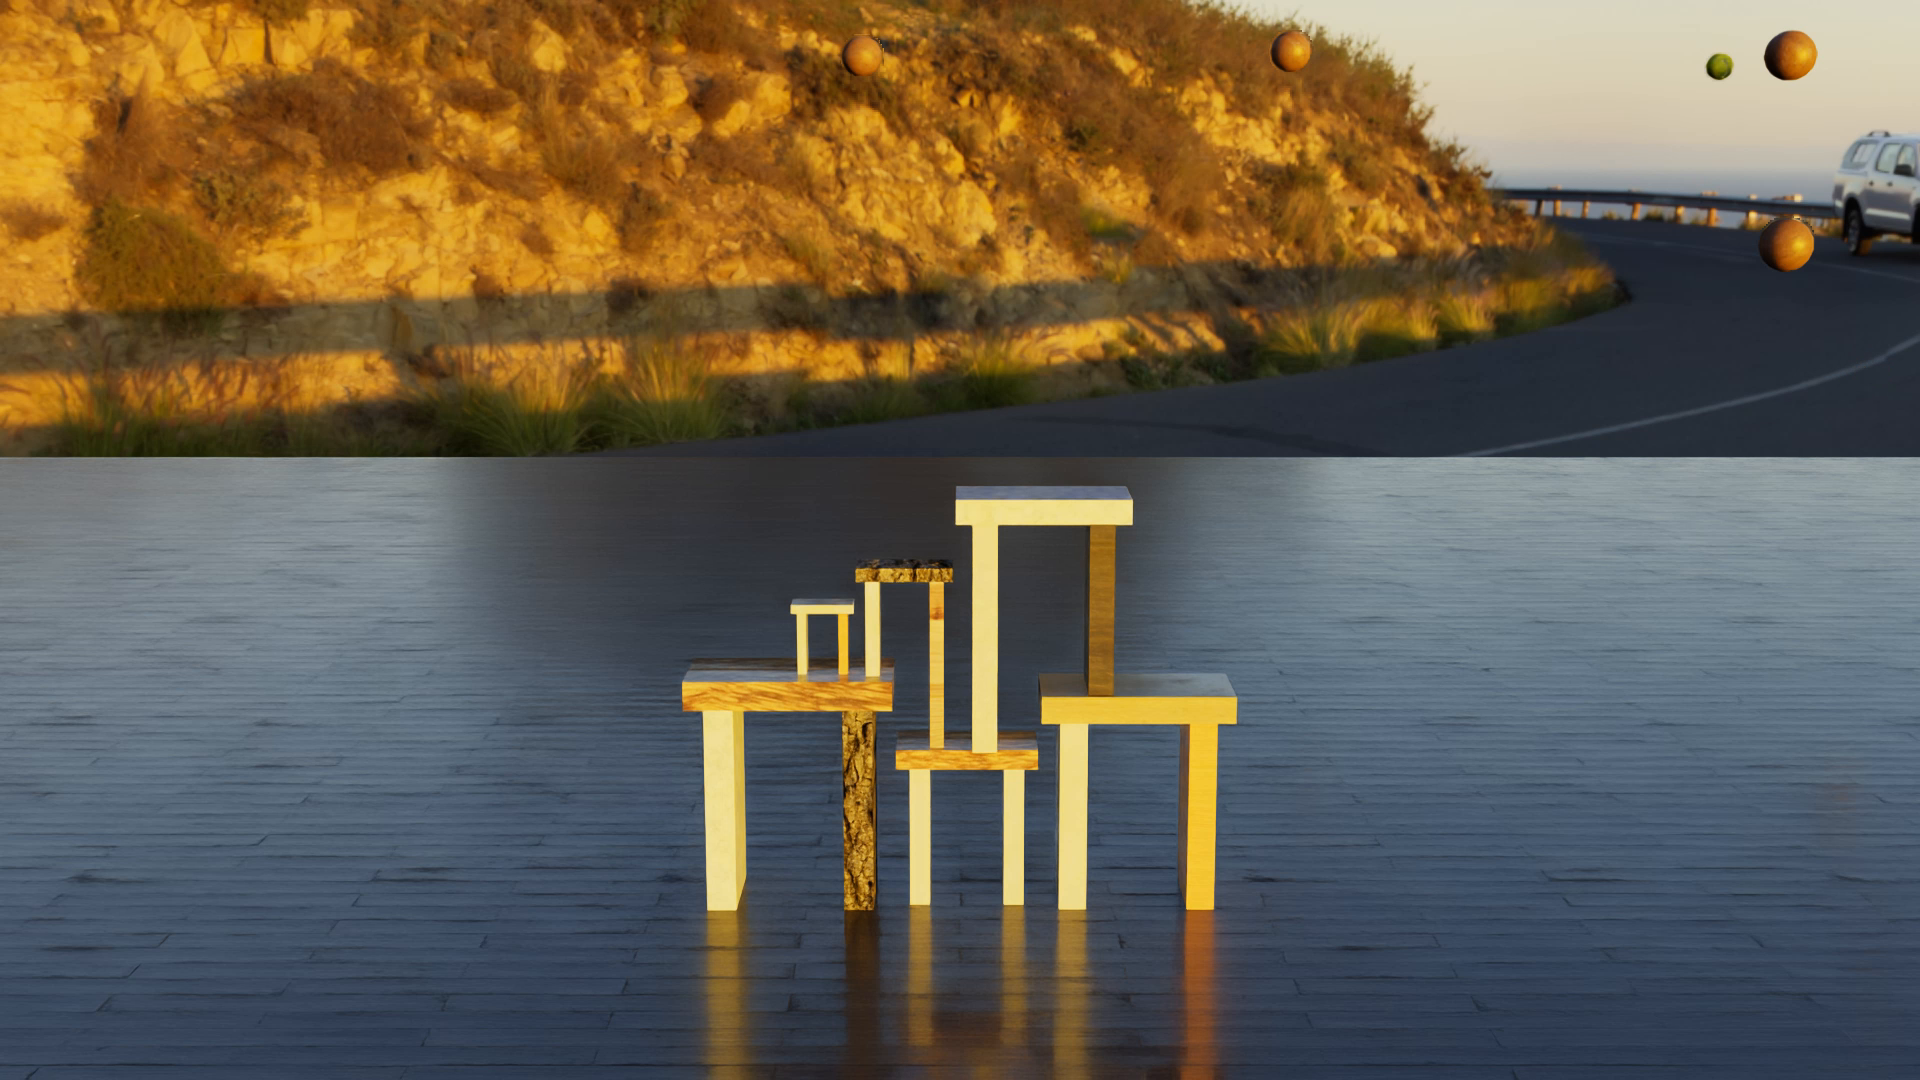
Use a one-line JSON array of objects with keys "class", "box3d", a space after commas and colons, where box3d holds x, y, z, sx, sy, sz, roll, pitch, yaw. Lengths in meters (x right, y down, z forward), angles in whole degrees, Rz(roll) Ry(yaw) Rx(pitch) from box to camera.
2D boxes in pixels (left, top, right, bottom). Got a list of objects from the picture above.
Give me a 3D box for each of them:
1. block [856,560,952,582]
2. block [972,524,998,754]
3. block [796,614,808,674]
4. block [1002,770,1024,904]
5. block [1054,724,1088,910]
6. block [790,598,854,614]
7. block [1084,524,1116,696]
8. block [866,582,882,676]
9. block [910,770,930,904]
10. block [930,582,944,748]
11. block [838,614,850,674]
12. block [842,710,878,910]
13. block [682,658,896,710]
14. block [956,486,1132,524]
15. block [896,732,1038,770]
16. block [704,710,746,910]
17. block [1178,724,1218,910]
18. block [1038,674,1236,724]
[{"class": "block", "box3d": [-0.089, 0.050, 3.566, 0.156, 0.022, 0.078, 0, 11, 0]}, {"class": "block", "box3d": [0.040, 0.147, 3.587, 0.040, 0.374, 0.140, 0, 11, 0]}, {"class": "block", "box3d": [-0.256, 0.164, 3.587, 0.014, 0.101, 0.050, 0, 11, 0]}, {"class": "block", "box3d": [0.088, 0.476, 3.653, 0.033, 0.230, 0.115, 0, 11, 0]}, {"class": "block", "box3d": [0.184, 0.436, 3.643, 0.044, 0.313, 0.157, 0, 11, 0]}, {"class": "block", "box3d": [-0.223, 0.108, 3.576, 0.101, 0.014, 0.050, 0, 11, 0]}, {"class": "block", "box3d": [0.227, 0.101, 3.578, 0.040, 0.280, 0.140, 0, 11, 0]}, {"class": "block", "box3d": [-0.141, 0.137, 3.582, 0.022, 0.156, 0.078, 0, 11, 0]}, {"class": "block", "box3d": [-0.066, 0.476, 3.653, 0.033, 0.230, 0.115, 0, 11, 0]}, {"class": "block", "box3d": [-0.038, 0.196, 3.593, 0.022, 0.276, 0.078, 0, 11, 0]}, {"class": "block", "box3d": [-0.189, 0.164, 3.587, 0.014, 0.101, 0.050, 0, 11, 0]}, {"class": "block", "box3d": [-0.165, 0.424, 3.643, 0.048, 0.336, 0.168, 0, 11, 0]}, {"class": "block", "box3d": [-0.277, 0.236, 3.608, 0.336, 0.048, 0.168, 0, 11, 0]}, {"class": "block", "box3d": [0.133, -0.056, 3.549, 0.280, 0.040, 0.140, 0, 11, 0]}, {"class": "block", "box3d": [0.011, 0.347, 3.629, 0.230, 0.033, 0.115, 0, 11, 0]}, {"class": "block", "box3d": [-0.389, 0.424, 3.643, 0.048, 0.336, 0.168, 0, 11, 0]}, {"class": "block", "box3d": [0.392, 0.436, 3.643, 0.044, 0.313, 0.157, 0, 11, 0]}, {"class": "block", "box3d": [0.288, 0.260, 3.610, 0.313, 0.044, 0.157, 0, 11, 0]}]
